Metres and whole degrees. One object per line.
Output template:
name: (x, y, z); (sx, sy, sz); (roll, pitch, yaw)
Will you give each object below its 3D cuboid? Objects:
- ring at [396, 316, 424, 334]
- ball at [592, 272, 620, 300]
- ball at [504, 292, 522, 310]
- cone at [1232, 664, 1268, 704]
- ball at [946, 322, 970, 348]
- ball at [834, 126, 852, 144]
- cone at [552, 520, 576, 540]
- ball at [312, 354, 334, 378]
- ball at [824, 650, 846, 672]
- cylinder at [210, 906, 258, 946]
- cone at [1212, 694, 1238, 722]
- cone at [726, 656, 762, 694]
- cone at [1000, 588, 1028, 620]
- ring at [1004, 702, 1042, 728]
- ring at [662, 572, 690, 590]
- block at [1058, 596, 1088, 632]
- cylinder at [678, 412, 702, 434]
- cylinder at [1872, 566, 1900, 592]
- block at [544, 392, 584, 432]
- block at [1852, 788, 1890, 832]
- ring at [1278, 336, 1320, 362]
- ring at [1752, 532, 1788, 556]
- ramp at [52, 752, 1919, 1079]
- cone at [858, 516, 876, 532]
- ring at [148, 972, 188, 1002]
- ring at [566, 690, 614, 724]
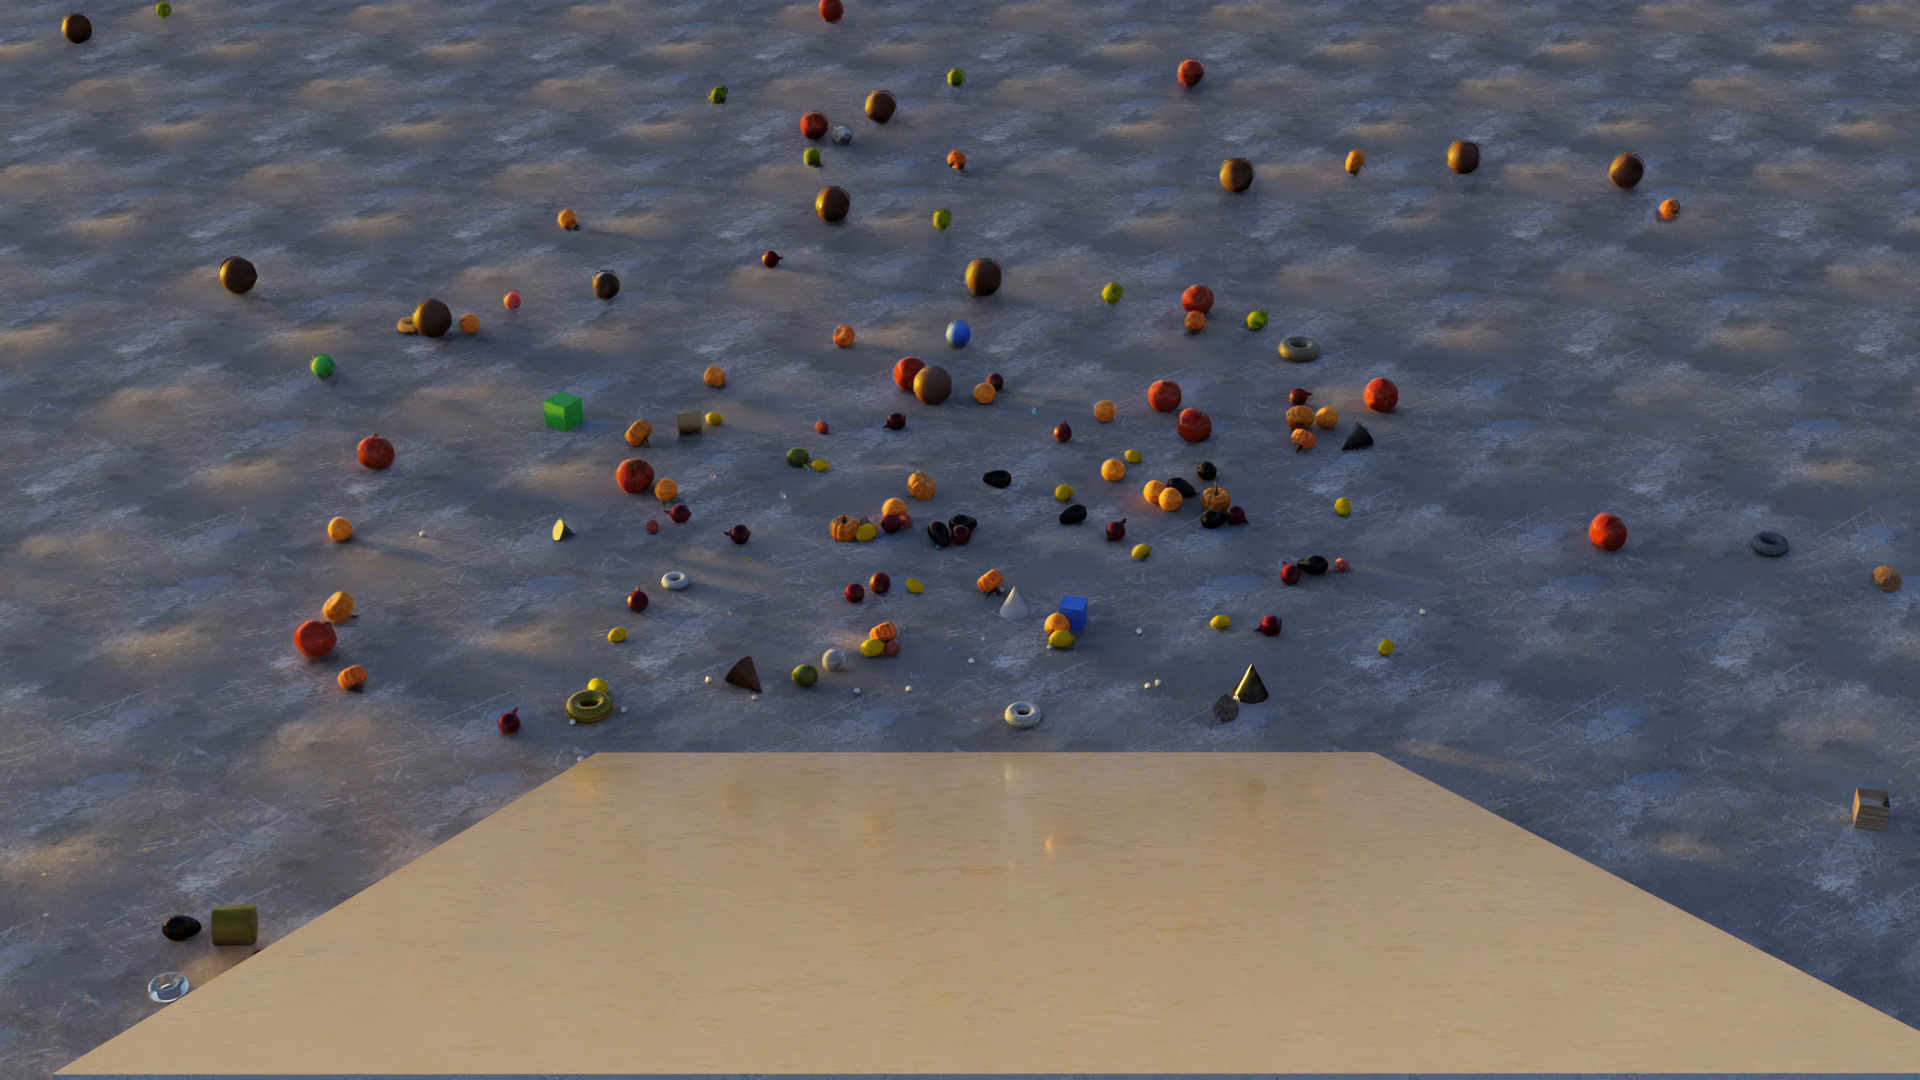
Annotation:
ring: (-1.922, -0.753, 9.055); (0.096, 0.032, 0.096); (1, 30, -1)
ball: (-1.267, -0.911, 9.264); (0.097, 0.097, 0.097); (0, 30, 0)
ball: (-1.589, -0.849, 9.194); (0.060, 0.060, 0.060); (0, 30, 0)
cone: (0.791, 0.376, 7.025); (0.098, 0.098, 0.098); (0, 30, 0)
ball: (-0.005, -0.708, 8.924); (0.085, 0.085, 0.085); (0, 30, 0)
ball: (-0.480, -1.656, 10.585); (0.072, 0.072, 0.072); (0, 30, 0)
cone: (-1.184, -0.024, 7.792); (0.062, 0.062, 0.062); (13, 19, -35)
ball: (-2.146, -0.585, 8.717); (0.077, 0.077, 0.077); (0, 30, 0)
ball: (-0.347, 0.332, 7.139); (0.062, 0.062, 0.062); (0, 30, 0)
cylinder: (-1.711, 0.911, 6.104); (0.091, 0.091, 0.091); (-2, 30, -4)
cone: (0.697, 0.453, 6.958); (0.075, 0.075, 0.075); (-19, 8, -29)
cone: (-0.572, 0.386, 7.063); (0.098, 0.098, 0.098); (43, 45, 14)
cone: (0.156, 0.169, 7.400); (0.085, 0.085, 0.085); (0, 30, 0)
ring: (0.169, 0.468, 6.933); (0.098, 0.033, 0.098); (-1, 31, 0)
ring: (-0.830, 0.119, 7.545); (0.081, 0.027, 0.081); (-1, 30, 1)
block: (0.321, 0.208, 7.347); (0.069, 0.069, 0.069); (7, 31, 11)
cylinder: (-0.873, -0.378, 8.360); (0.074, 0.074, 0.074); (-1, 30, -12)
cylinder: (2.693, 0.115, 7.520); (0.059, 0.059, 0.059); (-8, 43, -13)
block: (-1.291, -0.418, 8.418); (0.087, 0.087, 0.087); (19, 35, 29)
block: (2.296, 0.680, 6.522); (0.074, 0.074, 0.074); (6, 30, 10)
ring: (1.162, -0.656, 8.871); (0.143, 0.048, 0.143); (1, 29, -1)
ring: (2.417, 0.011, 7.723); (0.109, 0.036, 0.109); (0, 31, 0)
ramp: (0.067, 0.597, 4.654); (2.000, 0.100, 4.000); (0, 0, 0)
cone: (-0.274, -0.040, 7.823); (0.054, 0.054, 0.054); (23, 24, -20)
ring: (-1.824, 1.030, 5.958); (0.093, 0.031, 0.093); (-1, 30, 1)
ring: (-0.997, 0.448, 6.958); (0.128, 0.043, 0.128); (0, 31, 0)
